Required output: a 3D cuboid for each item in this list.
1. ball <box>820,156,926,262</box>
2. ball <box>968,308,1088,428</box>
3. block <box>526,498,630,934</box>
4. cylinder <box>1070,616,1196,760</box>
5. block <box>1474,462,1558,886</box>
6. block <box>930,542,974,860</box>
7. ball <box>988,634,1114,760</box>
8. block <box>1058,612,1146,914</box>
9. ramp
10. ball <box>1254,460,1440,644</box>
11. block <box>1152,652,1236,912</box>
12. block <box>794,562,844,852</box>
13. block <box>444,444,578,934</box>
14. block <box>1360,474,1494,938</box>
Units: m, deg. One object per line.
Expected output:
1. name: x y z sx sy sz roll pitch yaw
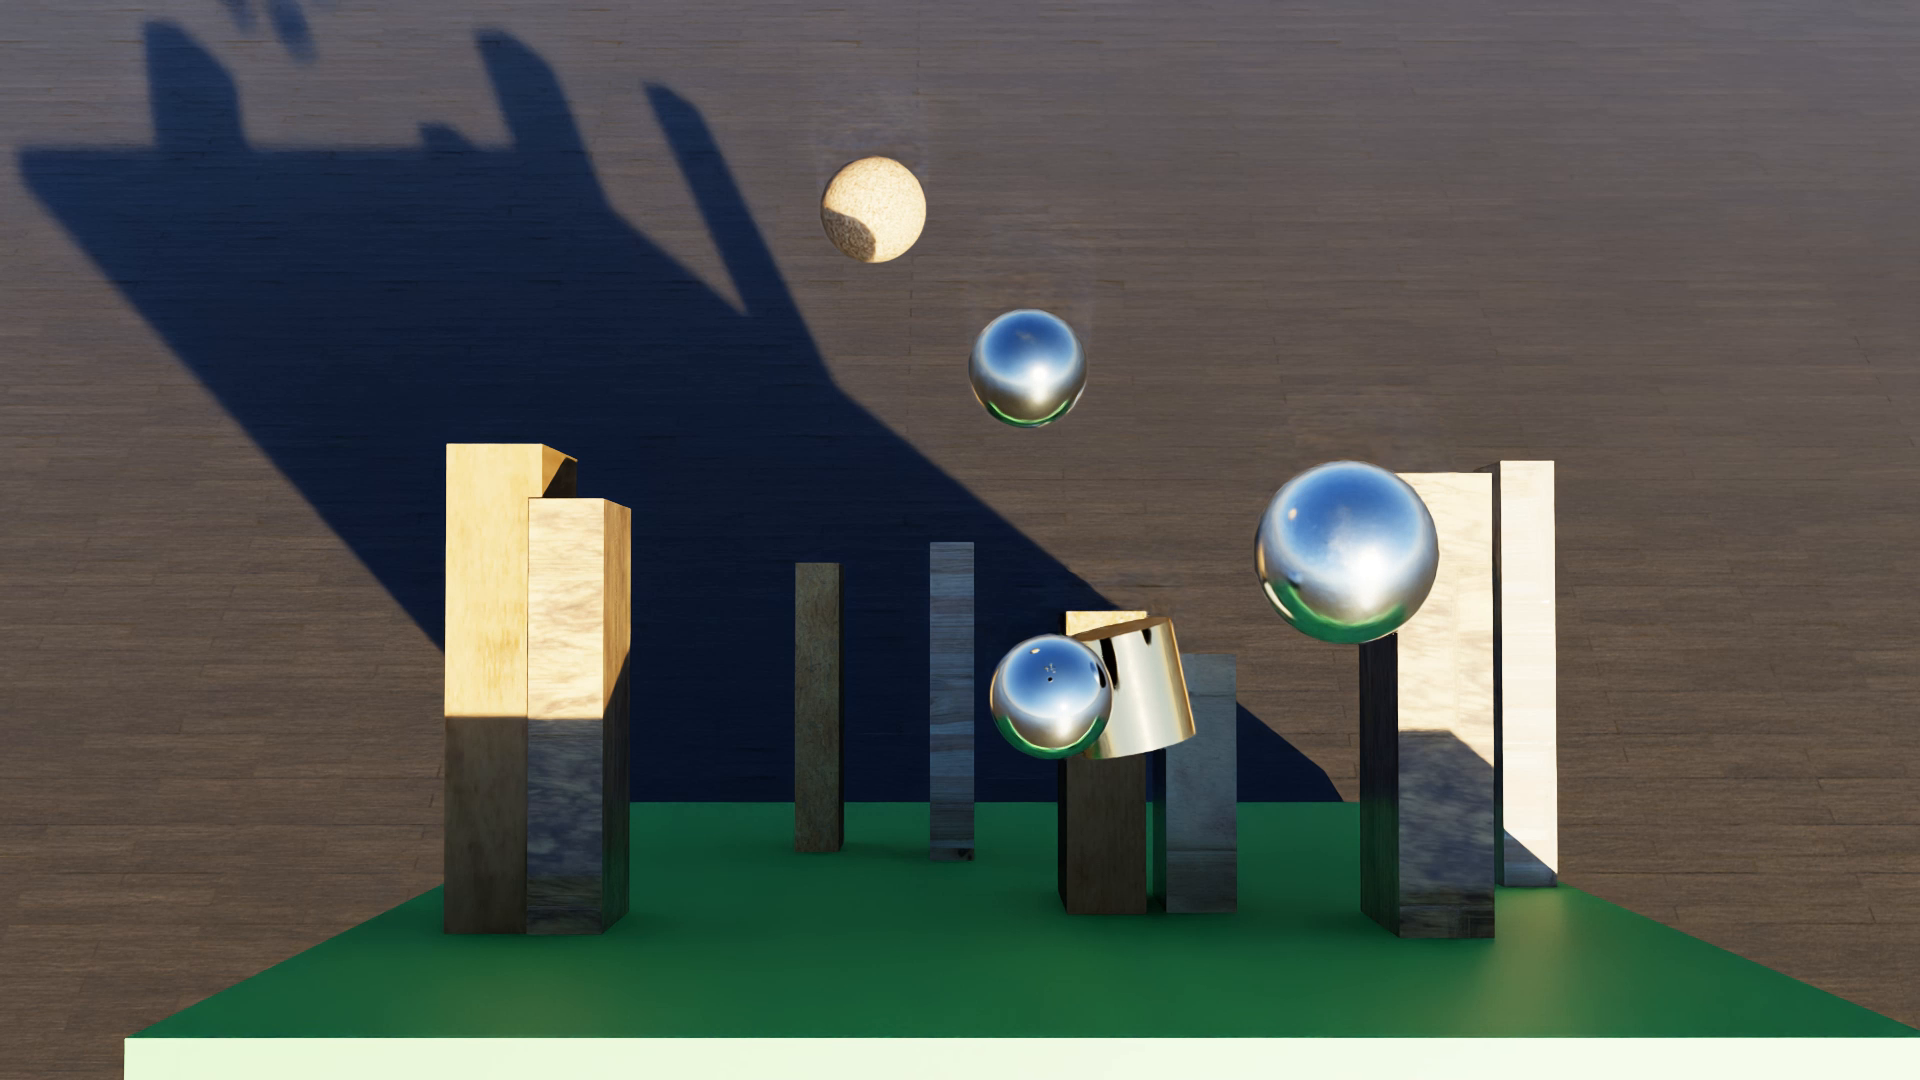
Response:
1. ball: -0.096 -0.365 2.867 0.117 0.117 0.117 0 36 0
2. ball: 0.060 -0.152 2.298 0.106 0.106 0.106 0 36 0
3. block: -0.587 0.267 4.026 0.111 0.647 0.320 0 -2 0
4. cylinder: 0.196 0.173 3.051 0.138 0.138 0.138 -12 3 1
5. block: 1.004 0.240 4.710 0.093 0.751 0.247 0 -2 0
6. block: -0.016 0.321 5.239 0.087 0.626 0.253 0 -2 0
7. ball: 0.098 0.167 2.773 0.134 0.134 0.134 0 36 0
8. block: 0.233 0.362 4.328 0.126 0.480 0.386 0 -2 0
9. ramp: 0.079 0.671 4.864 2.000 0.100 4.000 0 -2 0
10. ball: 0.424 0.013 2.855 0.203 0.203 0.203 0 36 0
11. block: 0.386 0.394 4.306 0.113 0.413 0.290 0 -2 0
12. block: -0.293 0.347 5.446 0.089 0.590 0.260 0 -2 0
13. block: -0.697 0.227 4.055 0.142 0.730 0.357 0 -2 0
14. block: 0.714 0.249 4.004 0.139 0.682 0.371 0 -2 0
